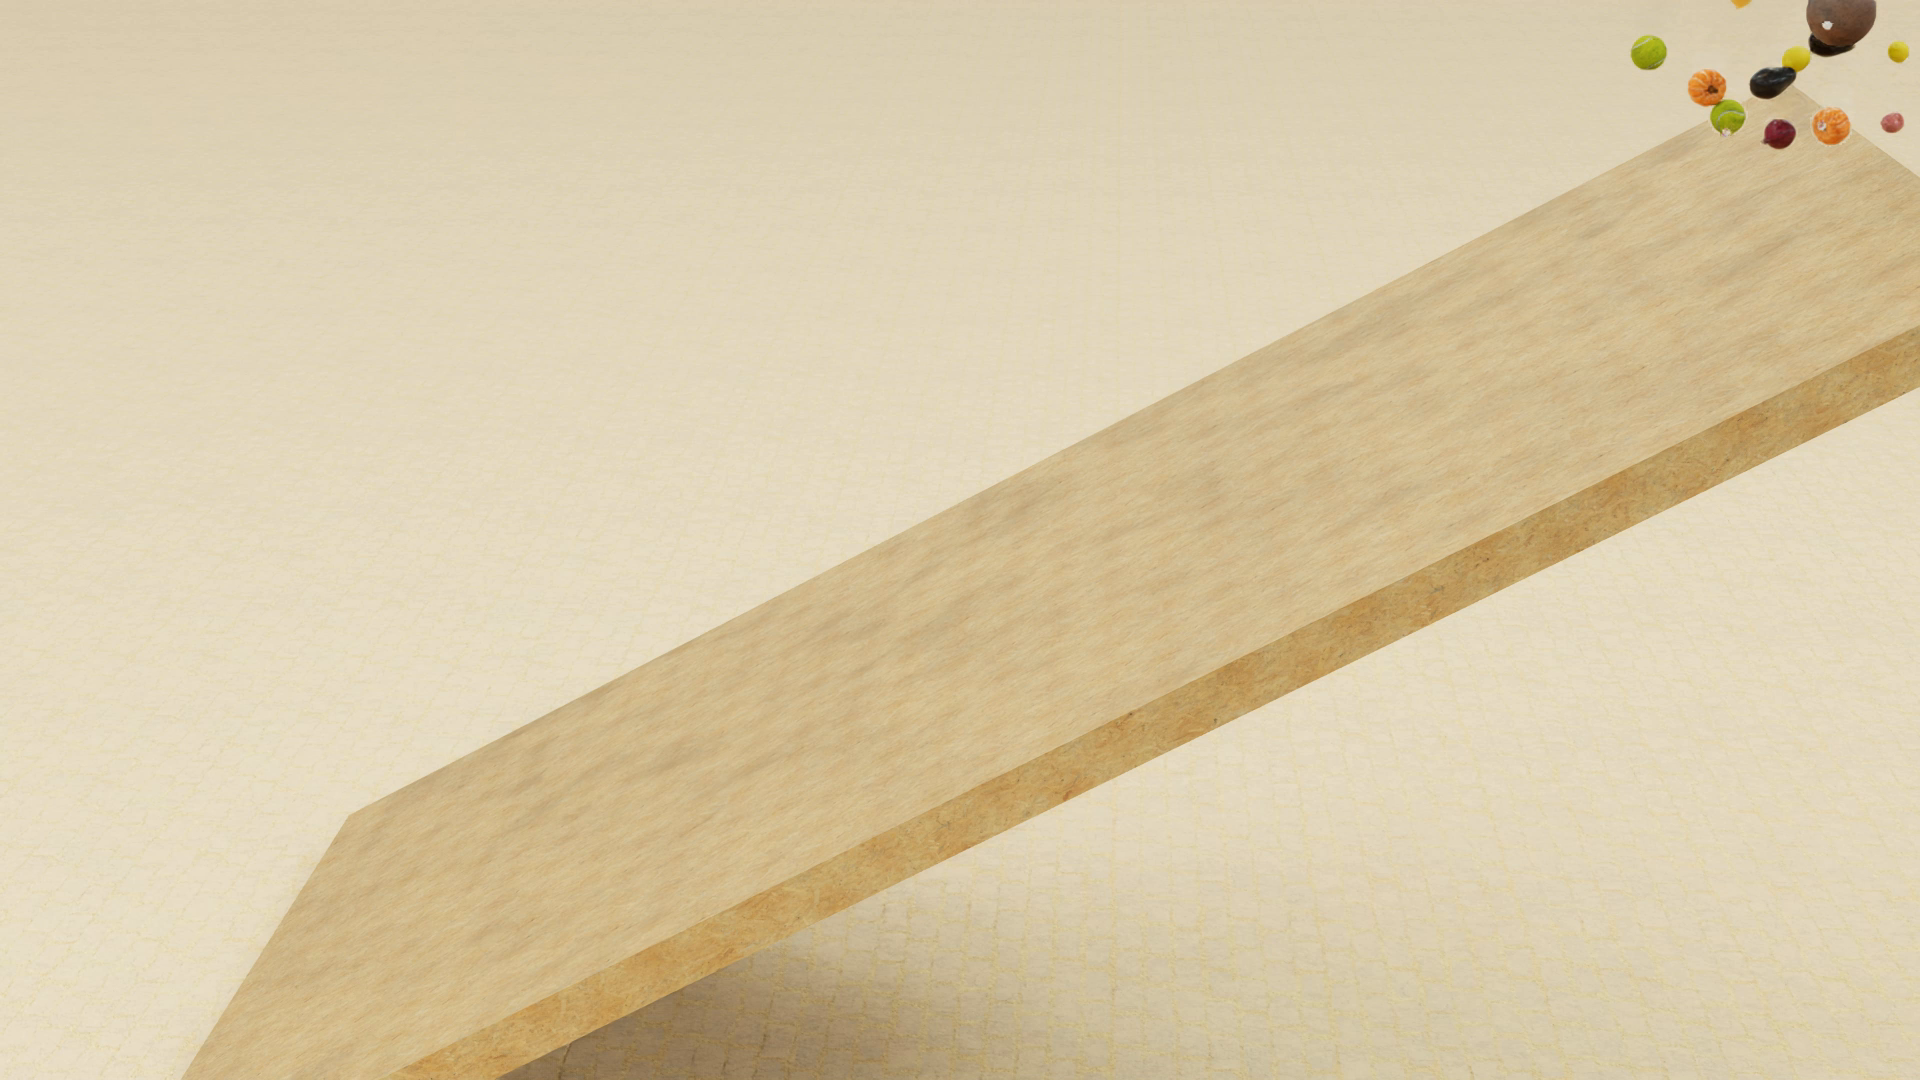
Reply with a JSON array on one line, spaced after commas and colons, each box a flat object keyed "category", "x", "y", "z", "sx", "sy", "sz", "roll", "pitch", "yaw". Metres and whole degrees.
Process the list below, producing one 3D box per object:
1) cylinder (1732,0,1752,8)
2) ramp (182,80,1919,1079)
[{"category": "cylinder", "x": 1.453, "y": -1.028, "z": 5.480, "sx": 0.053, "sy": 0.053, "sz": 0.053, "roll": -41, "pitch": 15, "yaw": 13}, {"category": "ramp", "x": 0.141, "y": 0.167, "z": 6.282, "sx": 4.000, "sy": 0.100, "sz": 2.000, "roll": -27, "pitch": 14, "yaw": 11}]
